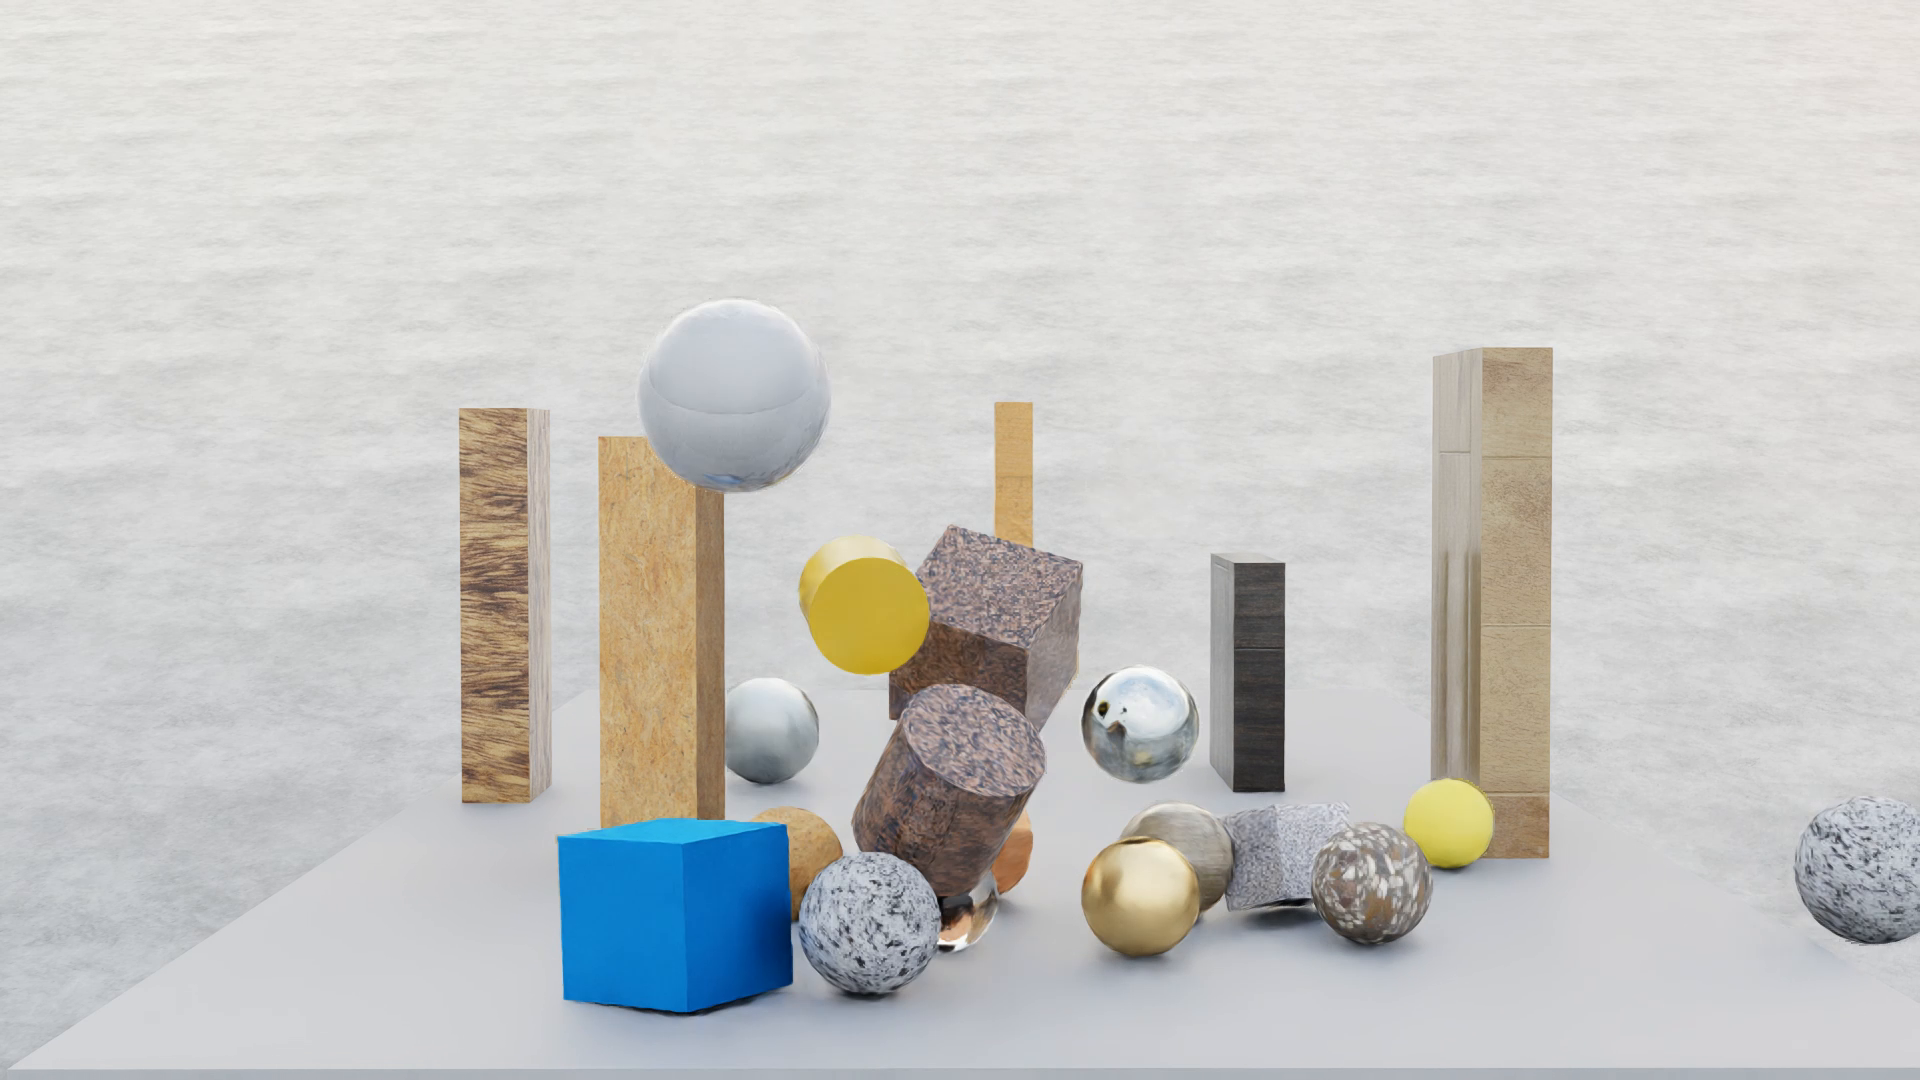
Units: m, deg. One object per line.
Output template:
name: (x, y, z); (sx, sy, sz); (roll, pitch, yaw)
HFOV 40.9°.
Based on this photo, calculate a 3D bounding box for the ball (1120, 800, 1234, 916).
ball: (0.279, 0.416, 3.345); (0.154, 0.154, 0.154); (0, 24, 0)

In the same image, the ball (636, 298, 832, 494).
ball: (-0.232, -0.148, 2.656); (0.201, 0.201, 0.201); (0, 24, 0)

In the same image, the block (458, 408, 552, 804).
block: (-0.803, 0.109, 4.565); (0.117, 0.682, 0.247); (0, 2, 0)

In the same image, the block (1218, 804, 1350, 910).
block: (0.428, 0.414, 3.369); (0.122, 0.122, 0.122); (3, -15, -32)

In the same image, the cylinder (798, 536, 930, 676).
cylinder: (-0.120, 0.079, 3.170); (0.146, 0.146, 0.146); (-4, 11, -8)

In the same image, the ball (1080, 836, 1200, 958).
ball: (0.218, 0.430, 3.108); (0.144, 0.144, 0.144); (0, 24, 0)

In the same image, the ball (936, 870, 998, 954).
ball: (-0.020, 0.435, 3.130); (0.134, 0.134, 0.134); (0, 24, 0)

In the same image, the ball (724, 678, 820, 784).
ball: (-0.353, 0.348, 4.705); (0.195, 0.195, 0.195); (0, 24, 0)

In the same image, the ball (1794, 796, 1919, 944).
ball: (1.160, 0.420, 3.278); (0.189, 0.189, 0.189); (0, 24, 0)

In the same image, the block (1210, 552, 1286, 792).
block: (0.532, 0.237, 4.790); (0.091, 0.410, 0.427); (0, 2, 0)

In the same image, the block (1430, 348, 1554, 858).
block: (0.827, 0.088, 4.033); (0.105, 0.762, 0.399); (0, 2, 0)

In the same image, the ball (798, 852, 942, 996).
ball: (-0.101, 0.430, 2.891); (0.160, 0.160, 0.160); (0, 24, 0)

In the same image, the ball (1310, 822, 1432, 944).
ball: (0.509, 0.424, 3.184); (0.150, 0.150, 0.150); (0, 24, 0)

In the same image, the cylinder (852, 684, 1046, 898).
cylinder: (-0.014, 0.291, 3.000); (0.176, 0.176, 0.176); (16, 37, -13)

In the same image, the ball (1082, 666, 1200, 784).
ball: (0.226, 0.231, 3.220); (0.148, 0.148, 0.148); (0, 24, 0)

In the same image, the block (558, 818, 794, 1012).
block: (-0.317, 0.416, 2.886); (0.181, 0.181, 0.181); (-2, 1, 35)

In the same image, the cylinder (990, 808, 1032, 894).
cylinder: (-0.018, 0.407, 3.463); (0.165, 0.165, 0.165); (21, 15, 38)

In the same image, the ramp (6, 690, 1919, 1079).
ramp: (0.055, 0.501, 4.547); (2.000, 0.100, 4.000); (0, 2, 0)

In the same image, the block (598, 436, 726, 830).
block: (-0.430, 0.165, 3.761); (0.133, 0.629, 0.436); (0, 2, 0)

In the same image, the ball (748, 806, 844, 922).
ball: (-0.224, 0.420, 3.341); (0.149, 0.149, 0.149); (0, 24, 0)

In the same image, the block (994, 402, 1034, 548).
block: (0.120, 0.047, 5.856); (0.083, 0.715, 0.280); (0, 2, 0)

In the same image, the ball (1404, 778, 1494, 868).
ball: (0.713, 0.414, 3.760); (0.130, 0.130, 0.130); (0, 24, 0)

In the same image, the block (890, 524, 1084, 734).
block: (0.035, 0.135, 3.438); (0.194, 0.194, 0.194); (16, 41, 17)
